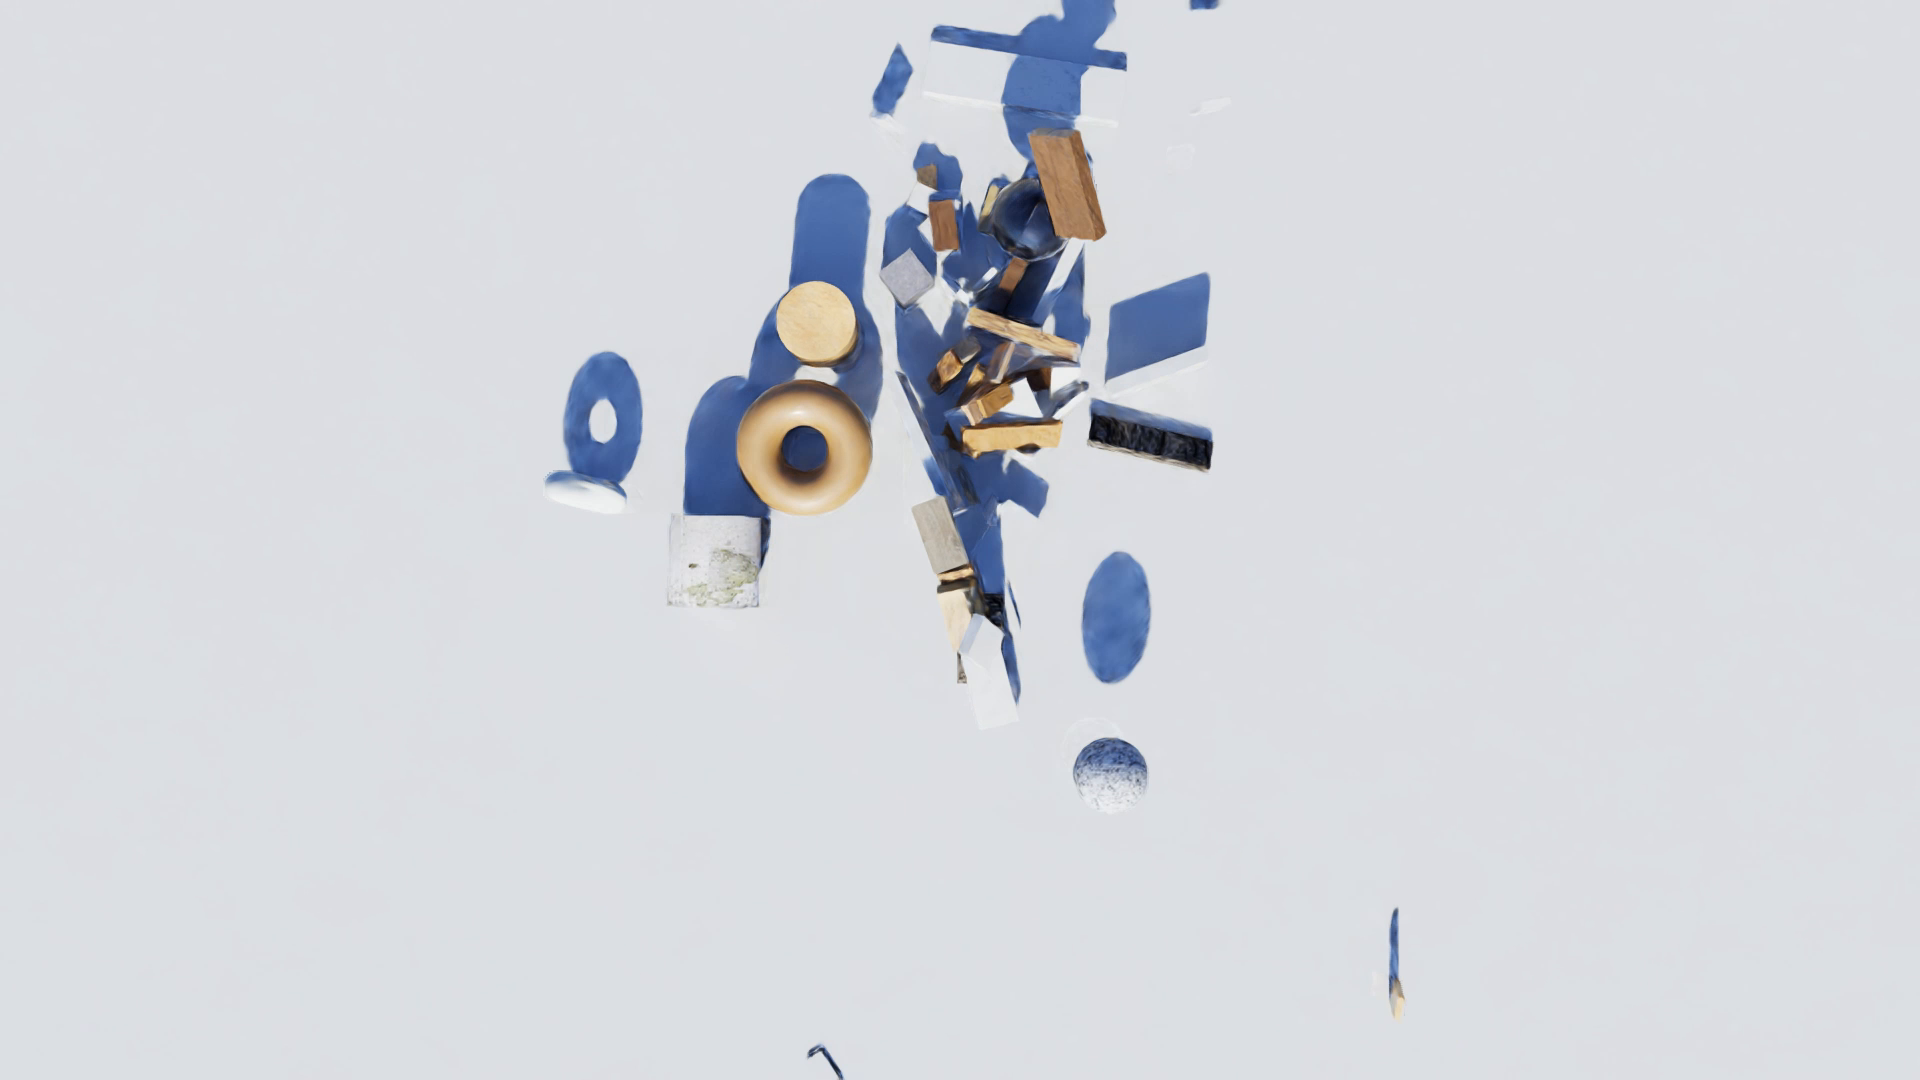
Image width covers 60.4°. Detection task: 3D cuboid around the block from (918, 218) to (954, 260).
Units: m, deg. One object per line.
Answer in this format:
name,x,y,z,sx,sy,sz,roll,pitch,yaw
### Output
block,-0.072,-1.001,5.444,0.068,0.019,0.136,-39,89,0

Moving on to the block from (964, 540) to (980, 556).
block,0.074,0.037,5.489,0.151,0.021,0.076,-23,90,0

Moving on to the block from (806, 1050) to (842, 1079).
block,-0.407,1.833,5.492,0.058,0.016,0.288,-34,90,0

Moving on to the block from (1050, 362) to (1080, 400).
block,0.343,-0.521,5.416,0.091,0.182,0.026,1,59,0

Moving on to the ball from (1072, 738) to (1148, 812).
ball,0.474,0.741,5.200,0.236,0.236,0.236,0,90,0

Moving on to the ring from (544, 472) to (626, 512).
ring,-1.213,-0.153,5.349,0.269,0.269,0.090,12,83,0

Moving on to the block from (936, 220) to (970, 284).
block,-0.034,-0.955,5.467,0.095,0.027,0.190,-12,89,2

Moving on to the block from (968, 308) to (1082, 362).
block,0.210,-0.663,5.336,0.357,0.179,0.051,20,95,7

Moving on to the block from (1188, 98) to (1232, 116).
block,0.779,-1.354,5.151,0.091,0.182,0.026,-10,99,-3

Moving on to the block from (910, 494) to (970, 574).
block,-0.063,-0.017,5.185,0.113,0.032,0.226,-20,90,14

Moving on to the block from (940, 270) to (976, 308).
block,-0.007,-0.818,5.383,0.023,0.160,0.080,-44,126,7

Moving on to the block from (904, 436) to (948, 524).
block,-0.112,-0.197,5.452,0.144,0.041,0.288,0,91,21

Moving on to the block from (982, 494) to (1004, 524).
block,0.108,-0.101,5.428,0.019,0.135,0.068,27,99,-14

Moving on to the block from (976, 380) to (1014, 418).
block,0.114,-0.452,5.314,0.135,0.019,0.068,-37,111,-35

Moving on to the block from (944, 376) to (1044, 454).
block,0.111,-0.409,5.401,0.288,0.041,0.144,-25,107,2

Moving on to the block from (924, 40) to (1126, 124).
block,0.216,-1.517,5.476,0.656,0.048,0.168,9,90,0

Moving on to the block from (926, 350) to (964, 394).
block,-0.049,-0.552,5.421,0.142,0.020,0.071,-49,61,36

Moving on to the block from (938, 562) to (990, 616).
block,0.011,0.168,5.320,0.113,0.032,0.226,-11,132,10

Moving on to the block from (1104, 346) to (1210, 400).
block,0.644,-0.546,5.415,0.337,0.168,0.048,-20,87,0

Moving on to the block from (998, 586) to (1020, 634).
block,0.142,0.233,5.489,0.076,0.021,0.151,-17,90,0

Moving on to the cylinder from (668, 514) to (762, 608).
cylinder,-0.796,0.068,5.353,0.293,0.293,0.293,2,90,0

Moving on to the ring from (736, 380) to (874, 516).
ring,-0.504,-0.297,5.345,0.447,0.149,0.447,0,100,2

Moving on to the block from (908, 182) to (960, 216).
block,-0.086,-1.106,5.420,0.158,0.022,0.079,23,88,-11

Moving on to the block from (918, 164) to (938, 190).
block,-0.106,-1.170,5.468,0.068,0.019,0.136,-5,87,39

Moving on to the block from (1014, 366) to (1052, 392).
block,0.255,-0.531,5.476,0.142,0.020,0.071,-11,90,-12

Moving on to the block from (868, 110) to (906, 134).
block,-0.239,-1.369,5.406,0.079,0.158,0.022,31,93,-29

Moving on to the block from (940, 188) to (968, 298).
block,-0.022,-0.989,5.490,0.068,0.019,0.353,-4,90,0

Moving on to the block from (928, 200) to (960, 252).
block,-0.054,-1.030,5.407,0.080,0.023,0.160,-9,96,-10

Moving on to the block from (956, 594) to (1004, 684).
block,0.067,0.327,5.442,0.148,0.042,0.296,2,102,5

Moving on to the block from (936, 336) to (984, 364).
block,-0.001,-0.618,5.465,0.142,0.020,0.071,-27,57,5

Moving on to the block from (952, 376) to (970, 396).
block,0.019,-0.515,5.494,0.090,0.013,0.045,-22,90,0

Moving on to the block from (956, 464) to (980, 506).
block,0.026,-0.180,5.465,0.019,0.068,0.135,-23,90,-15

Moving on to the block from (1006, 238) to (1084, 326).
block,0.287,-0.881,5.410,0.051,0.179,0.357,26,90,-30

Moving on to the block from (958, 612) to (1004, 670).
block,0.068,0.325,5.239,0.037,0.264,0.132,21,81,20

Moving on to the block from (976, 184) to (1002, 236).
block,0.116,-1.093,5.489,0.079,0.022,0.158,18,90,0

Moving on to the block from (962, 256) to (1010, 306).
block,0.083,-0.850,5.391,0.023,0.215,0.080,46,51,-4

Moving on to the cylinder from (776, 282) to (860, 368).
cylinder,-0.460,-0.698,5.374,0.252,0.252,0.252,0,90,0

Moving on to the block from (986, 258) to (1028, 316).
block,0.227,-0.972,5.410,0.051,0.179,0.524,26,90,-1

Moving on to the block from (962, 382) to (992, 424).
block,0.066,-0.439,5.304,0.142,0.020,0.071,-48,116,-39

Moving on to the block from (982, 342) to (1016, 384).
block,0.125,-0.573,5.345,0.020,0.071,0.142,33,72,-35

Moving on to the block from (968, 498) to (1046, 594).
block,0.138,0.028,5.443,0.148,0.042,0.296,35,94,1

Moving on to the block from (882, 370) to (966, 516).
block,-0.113,-0.313,5.346,0.042,0.148,0.496,-26,82,11

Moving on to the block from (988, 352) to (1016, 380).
block,0.138,-0.530,5.487,0.095,0.027,0.190,3,90,0

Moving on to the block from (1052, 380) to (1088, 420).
block,0.362,-0.458,5.392,0.020,0.071,0.142,39,124,-17

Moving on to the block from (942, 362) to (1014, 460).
block,0.059,-0.425,5.447,0.144,0.041,0.288,27,103,-1

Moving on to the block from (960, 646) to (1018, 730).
block,0.097,0.483,5.422,0.132,0.037,0.264,-15,102,-2

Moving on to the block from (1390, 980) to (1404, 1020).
block,1.435,1.511,5.418,0.021,0.151,0.076,11,99,8

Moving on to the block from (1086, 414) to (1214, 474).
block,0.630,-0.319,5.456,0.410,0.032,0.113,13,55,0

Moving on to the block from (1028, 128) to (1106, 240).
block,0.323,-1.068,4.955,0.048,0.168,0.337,-40,127,-29

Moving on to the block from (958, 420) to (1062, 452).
block,0.167,-0.340,5.392,0.338,0.026,0.091,-4,131,-17

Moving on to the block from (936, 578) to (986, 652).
block,0.015,0.246,5.329,0.132,0.037,0.264,-11,129,5

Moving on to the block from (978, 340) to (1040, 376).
block,0.162,-0.606,5.459,0.190,0.027,0.095,-35,91,0

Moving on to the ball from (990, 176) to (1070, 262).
ball,0.227,-1.009,5.189,0.263,0.263,0.263,0,90,0

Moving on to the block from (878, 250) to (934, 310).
block,-0.175,-0.858,5.435,0.130,0.130,0.130,-38,90,0

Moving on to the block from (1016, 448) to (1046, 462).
block,0.236,-0.298,5.442,0.058,0.115,0.016,22,126,21
